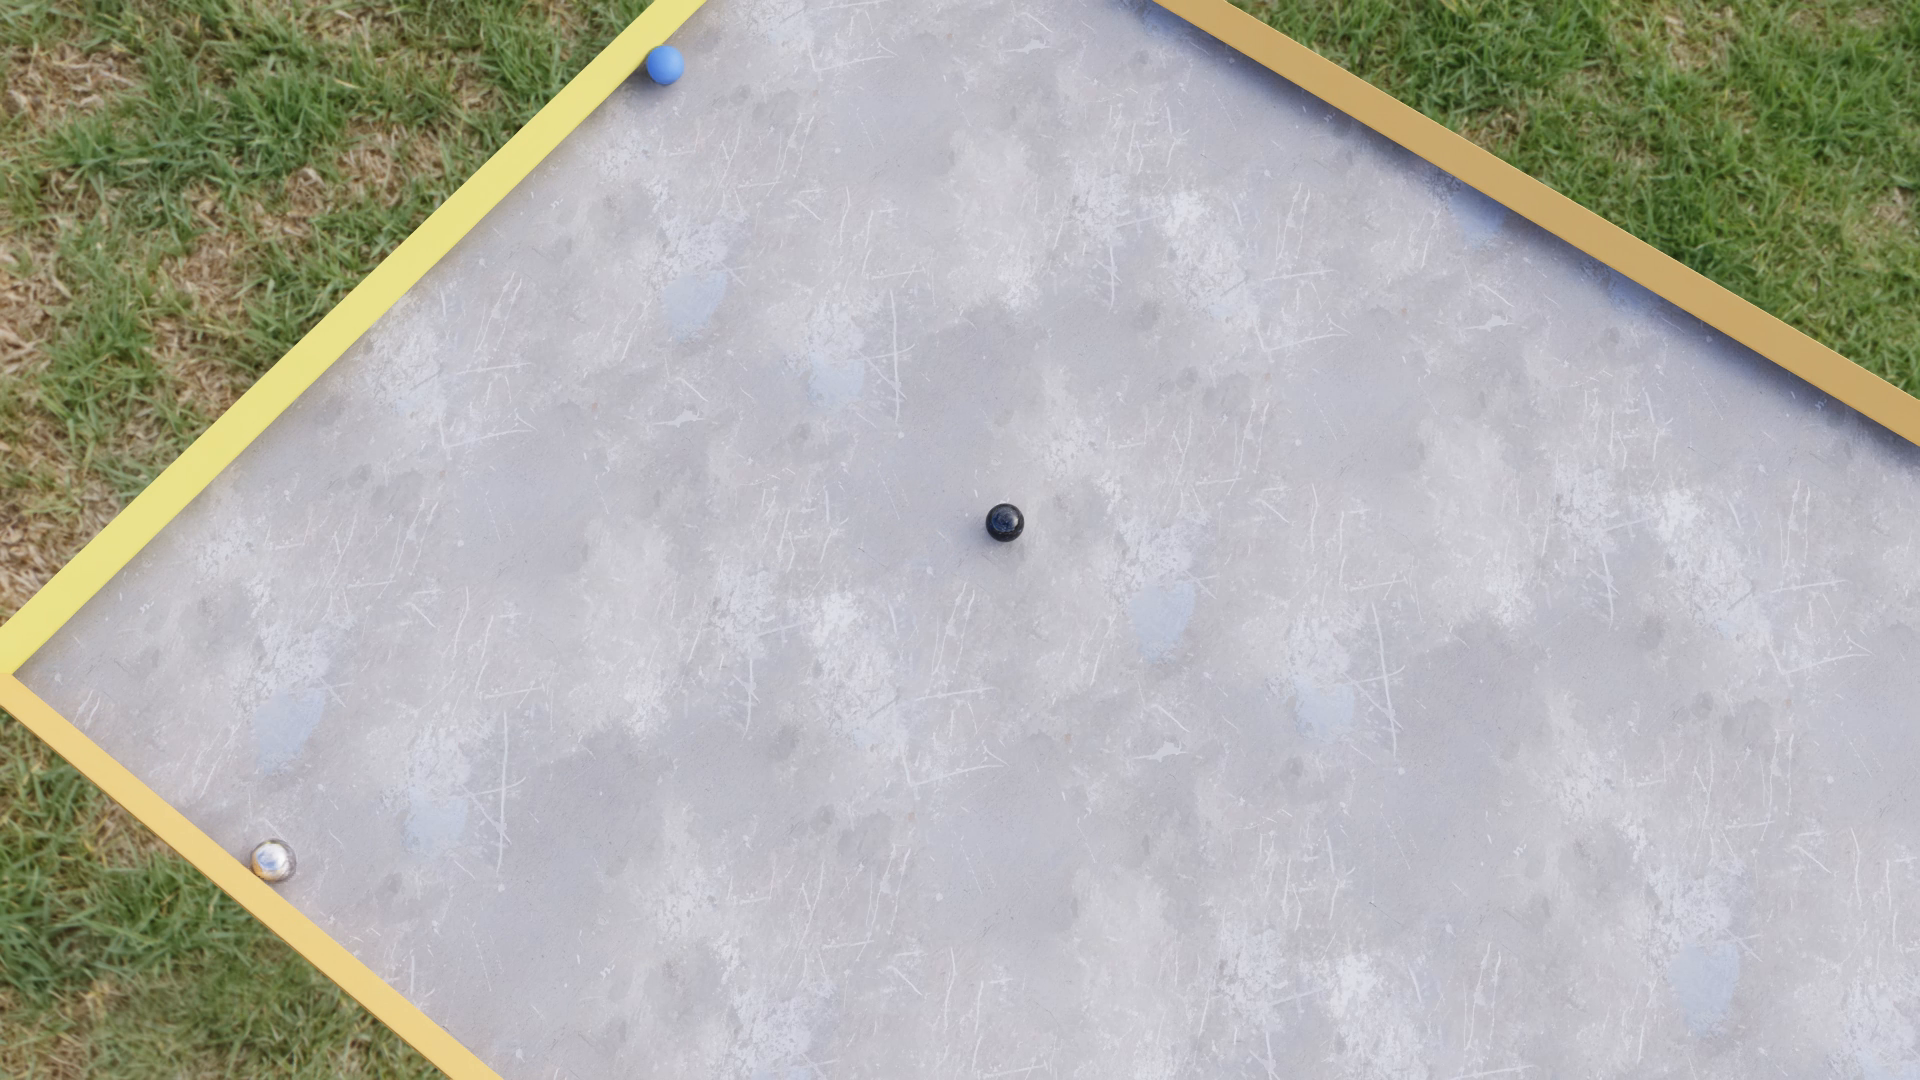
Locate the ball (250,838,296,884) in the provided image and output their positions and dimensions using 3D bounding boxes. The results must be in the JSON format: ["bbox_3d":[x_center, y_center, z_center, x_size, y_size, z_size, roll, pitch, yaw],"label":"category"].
[{"bbox_3d":[-1.052,0.491,3.366,0.069,0.069,0.069,0,64,0],"label":"ball"}]

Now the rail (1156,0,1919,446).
[{"bbox_3d":[1.558,-0.215,3.703,4.393,0.089,0.045,34,68,16],"label":"rail"}]

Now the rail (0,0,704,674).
[{"bbox_3d":[-0.855,-0.588,3.888,0.045,0.089,2.305,34,68,16],"label":"rail"}]

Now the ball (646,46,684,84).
[{"bbox_3d":[-0.541,-0.872,4.040,0.069,0.069,0.069,0,64,0],"label":"ball"}]

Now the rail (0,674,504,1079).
[{"bbox_3d":[0.191,1.396,2.906,4.393,0.089,0.045,34,68,16],"label":"rail"}]

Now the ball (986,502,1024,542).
[{"bbox_3d":[0.074,-0.029,3.625,0.065,0.065,0.065,0,64,0],"label":"ball"}]
